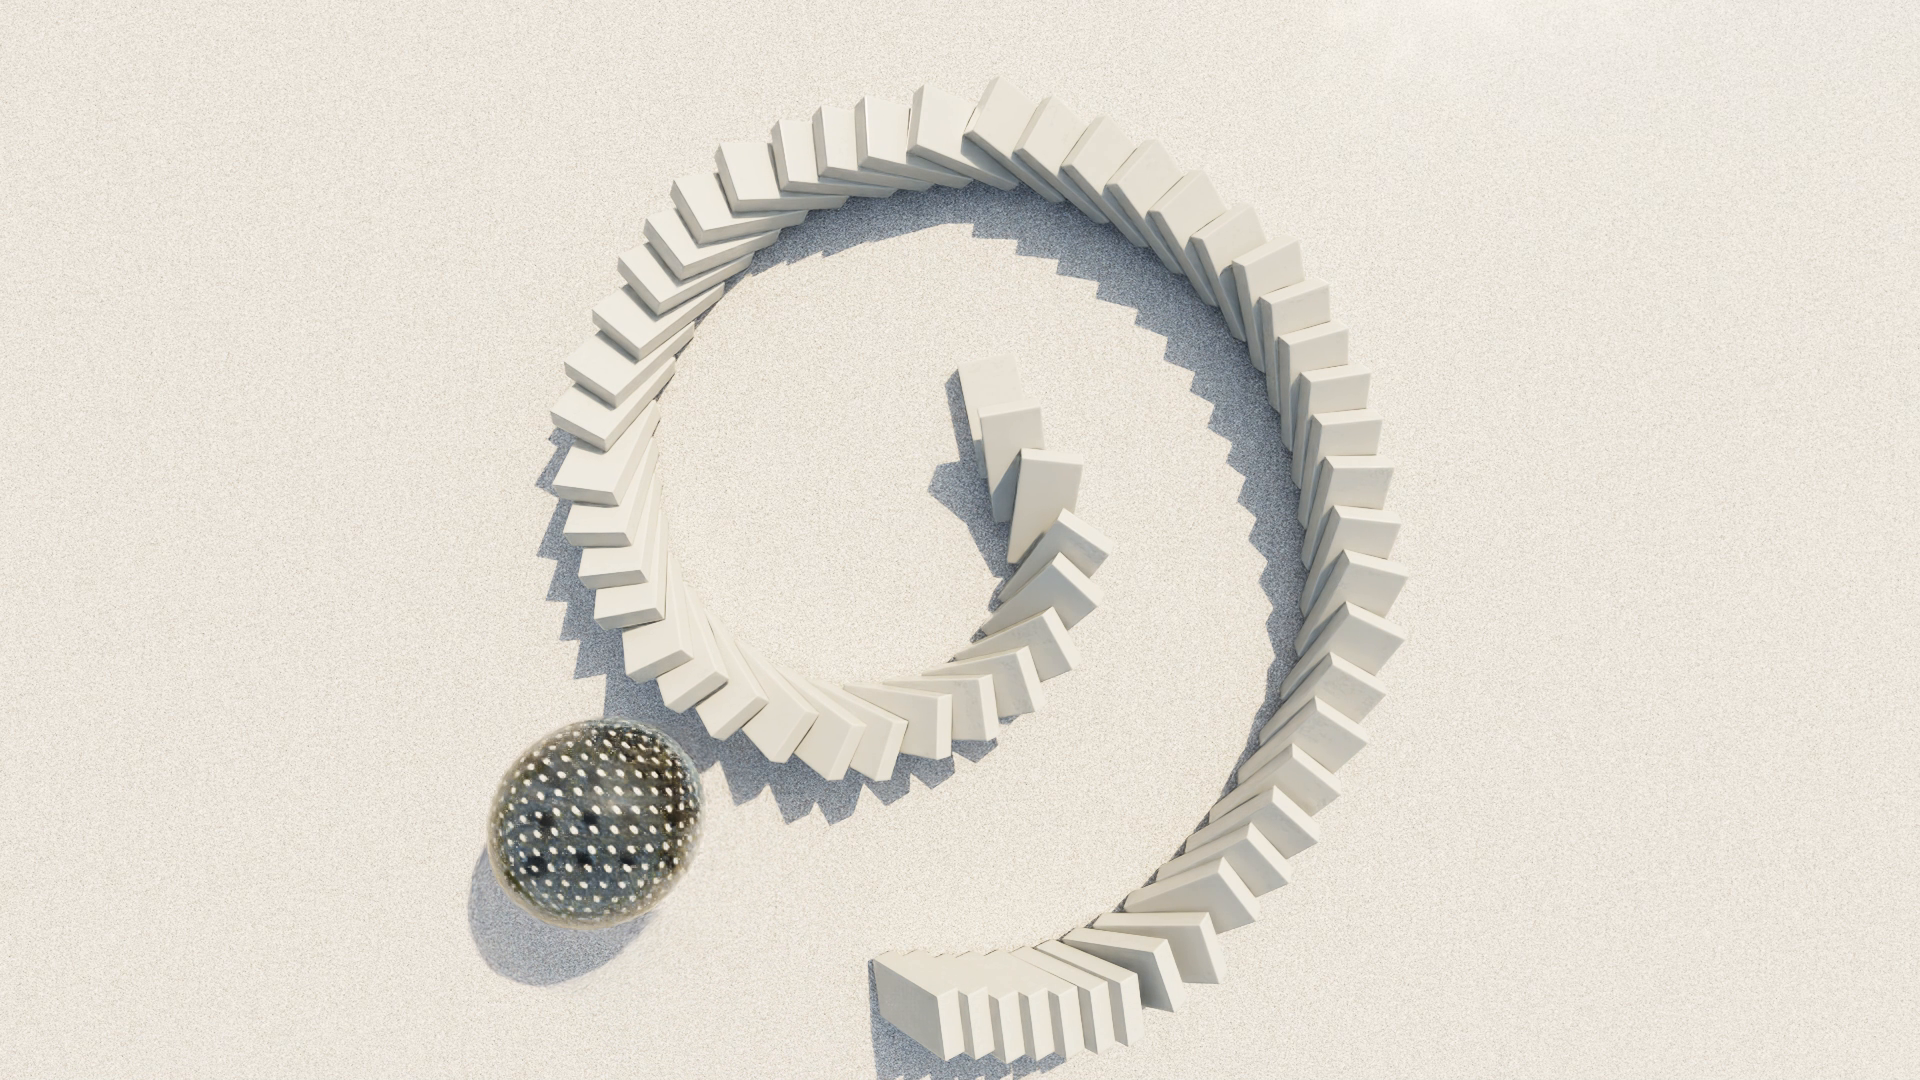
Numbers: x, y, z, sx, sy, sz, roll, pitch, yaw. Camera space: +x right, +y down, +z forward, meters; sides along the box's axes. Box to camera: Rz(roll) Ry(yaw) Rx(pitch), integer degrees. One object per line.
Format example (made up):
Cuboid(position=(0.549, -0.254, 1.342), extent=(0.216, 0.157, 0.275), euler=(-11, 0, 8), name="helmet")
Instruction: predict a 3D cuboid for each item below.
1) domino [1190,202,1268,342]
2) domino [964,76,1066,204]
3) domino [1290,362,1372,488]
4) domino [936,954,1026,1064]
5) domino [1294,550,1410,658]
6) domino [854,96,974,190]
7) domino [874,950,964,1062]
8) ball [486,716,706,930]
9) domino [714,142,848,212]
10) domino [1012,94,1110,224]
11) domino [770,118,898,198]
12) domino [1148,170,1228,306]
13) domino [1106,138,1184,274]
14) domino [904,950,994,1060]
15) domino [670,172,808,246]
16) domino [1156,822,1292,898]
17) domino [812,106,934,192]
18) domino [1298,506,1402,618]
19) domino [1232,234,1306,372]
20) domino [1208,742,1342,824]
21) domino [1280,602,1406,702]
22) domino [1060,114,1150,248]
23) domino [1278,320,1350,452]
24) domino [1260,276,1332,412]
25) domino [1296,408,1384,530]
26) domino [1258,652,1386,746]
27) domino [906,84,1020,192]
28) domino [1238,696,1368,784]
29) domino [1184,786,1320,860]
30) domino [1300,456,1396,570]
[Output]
Cuboid(position=(0.118, -0.112, 0.384), extent=(0.025, 0.009, 0.050), euler=(-35, 120, 0), name="domino")
Cuboid(position=(0.028, -0.167, 0.384), extent=(0.050, 0.010, 0.025), euler=(27, 90, -29), name="domino")
Cuboid(position=(0.154, -0.047, 0.382), extent=(0.025, 0.009, 0.050), euler=(-9, 124, -1), name="domino")
Cuboid(position=(0.006, 0.191, 0.377), extent=(0.009, 0.050, 0.025), euler=(-7, 90, -35), name="domino")
Cuboid(position=(0.163, 0.030, 0.383), extent=(0.025, 0.009, 0.050), euler=(14, 121, -2), name="domino")
Cuboid(position=(-0.019, -0.165, 0.382), extent=(0.050, 0.010, 0.025), euler=(-1, 85, -33), name="domino")
Cuboid(position=(-0.018, 0.190, 0.377), extent=(0.009, 0.050, 0.025), euler=(-7, 90, -35), name="domino")
Cuboid(position=(-0.141, 0.110, 0.360), extent=(0.080, 0.080, 0.080), euler=(0, 90, 0), name="ball")
Cuboid(position=(-0.074, -0.151, 0.381), extent=(0.050, 0.010, 0.025), euler=(-16, 84, -33), name="domino")
Cuboid(position=(0.049, -0.159, 0.384), extent=(0.050, 0.009, 0.025), euler=(30, 90, -28), name="domino")
Cuboid(position=(-0.052, -0.158, 0.383), extent=(0.050, 0.009, 0.025), euler=(-9, 90, -33), name="domino")
Cuboid(position=(0.102, -0.126, 0.384), extent=(0.025, 0.009, 0.050), euler=(-43, 119, 0), name="domino")
Cuboid(position=(0.086, -0.139, 0.384), extent=(0.025, 0.010, 0.050), euler=(-48, 119, -1), name="domino")
Cuboid(position=(-0.006, 0.190, 0.377), extent=(0.009, 0.050, 0.025), euler=(-7, 90, -35), name="domino")
Cuboid(position=(-0.091, -0.140, 0.381), extent=(0.050, 0.010, 0.025), euler=(-26, 83, -34), name="domino")
Cuboid(position=(0.109, 0.139, 0.382), extent=(0.025, 0.009, 0.050), euler=(47, 124, -1), name="domino")
Cuboid(position=(-0.036, -0.162, 0.382), extent=(0.050, 0.009, 0.025), euler=(-5, 88, -33), name="domino")
Cuboid(position=(0.162, 0.011, 0.383), extent=(0.025, 0.010, 0.050), euler=(6, 121, 0), name="domino")
Cuboid(position=(0.131, -0.098, 0.382), extent=(0.025, 0.009, 0.050), euler=(-27, 124, -2), name="domino")
Cuboid(position=(0.131, 0.110, 0.384), extent=(0.025, 0.009, 0.050), euler=(38, 118, 0), name="domino")
Cuboid(position=(0.159, 0.052, 0.383), extent=(0.025, 0.010, 0.050), euler=(25, 120, 0), name="domino")
Cuboid(position=(0.068, -0.149, 0.384), extent=(0.050, 0.009, 0.025), euler=(36, 90, -29), name="domino")
Cuboid(position=(0.148, -0.064, 0.382), extent=(0.025, 0.009, 0.050), euler=(-15, 124, 0), name="domino")
Cuboid(position=(0.141, -0.081, 0.382), extent=(0.025, 0.009, 0.050), euler=(-19, 124, -1), name="domino")
Cuboid(position=(0.158, -0.029, 0.382), extent=(0.025, 0.010, 0.050), euler=(-6, 123, -1), name="domino")
Cuboid(position=(0.151, 0.073, 0.384), extent=(0.025, 0.010, 0.050), euler=(29, 118, 0), name="domino")
Cuboid(position=(0.003, -0.167, 0.383), extent=(0.050, 0.009, 0.025), euler=(8, 88, -31), name="domino")
Cuboid(position=(0.143, 0.091, 0.384), extent=(0.025, 0.010, 0.050), euler=(33, 119, -1), name="domino")
Cuboid(position=(0.121, 0.125, 0.382), extent=(0.025, 0.009, 0.050), euler=(42, 124, -2), name="domino")
Cuboid(position=(0.161, -0.011, 0.382), extent=(0.025, 0.010, 0.050), euler=(0, 123, -1), name="domino")
